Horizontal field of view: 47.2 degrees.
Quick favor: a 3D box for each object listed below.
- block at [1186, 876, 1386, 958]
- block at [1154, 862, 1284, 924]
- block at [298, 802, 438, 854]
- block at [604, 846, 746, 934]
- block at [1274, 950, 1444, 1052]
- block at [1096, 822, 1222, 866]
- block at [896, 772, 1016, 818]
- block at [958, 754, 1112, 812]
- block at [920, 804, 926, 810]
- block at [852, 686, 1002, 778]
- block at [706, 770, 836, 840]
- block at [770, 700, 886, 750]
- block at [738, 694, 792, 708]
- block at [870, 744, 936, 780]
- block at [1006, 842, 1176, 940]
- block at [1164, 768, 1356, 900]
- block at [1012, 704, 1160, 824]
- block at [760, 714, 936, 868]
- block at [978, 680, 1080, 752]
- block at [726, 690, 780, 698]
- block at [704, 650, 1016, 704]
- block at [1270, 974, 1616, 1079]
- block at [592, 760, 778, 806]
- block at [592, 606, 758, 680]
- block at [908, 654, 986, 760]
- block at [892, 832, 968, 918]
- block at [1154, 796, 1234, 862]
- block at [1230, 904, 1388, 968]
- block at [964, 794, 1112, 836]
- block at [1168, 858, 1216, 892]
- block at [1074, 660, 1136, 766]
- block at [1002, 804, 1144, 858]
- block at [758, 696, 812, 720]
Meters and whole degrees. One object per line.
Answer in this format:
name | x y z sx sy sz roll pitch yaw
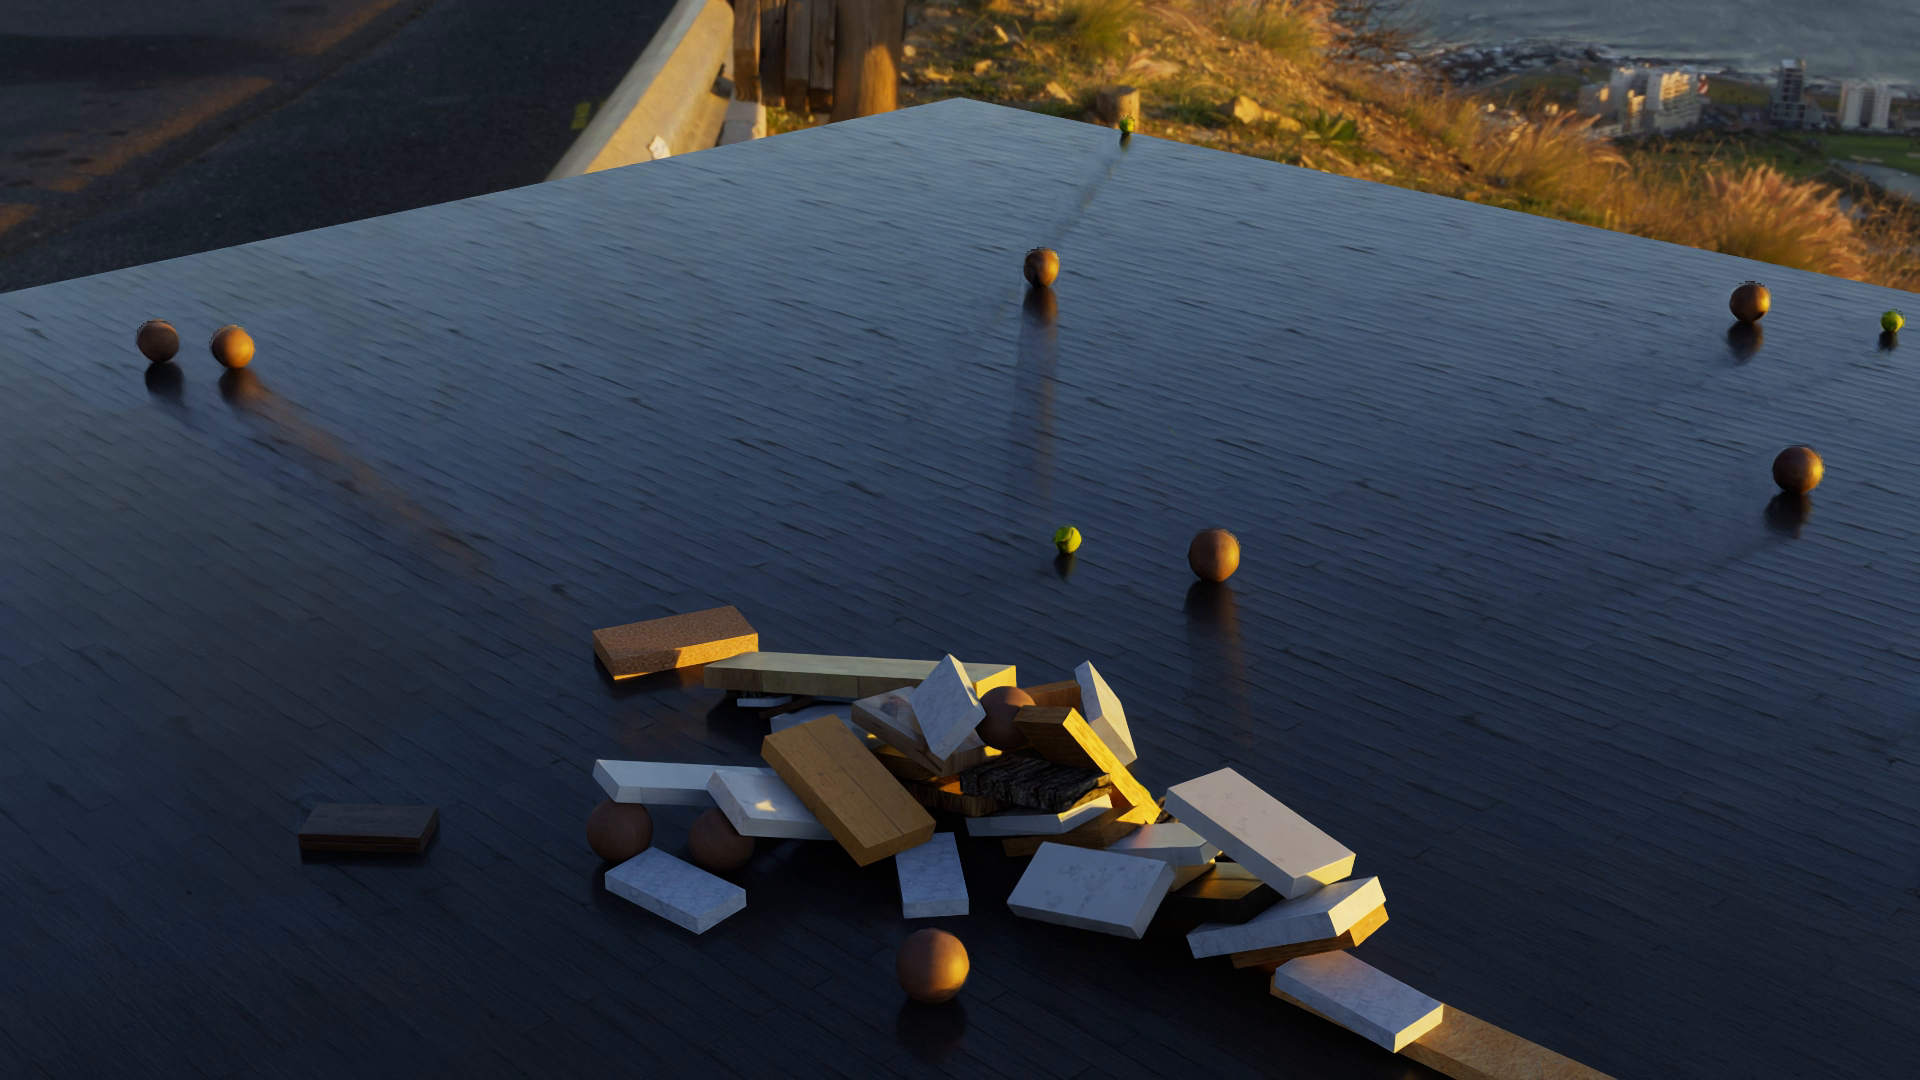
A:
block | 0.576 0.671 3.900 0.324 0.046 0.162 -20 1 44
block | 0.442 0.644 4.037 0.162 0.046 0.324 -22 10 -42
block | -1.174 0.571 4.370 0.244 0.035 0.122 1 23 3
block | -0.539 0.661 4.158 0.250 0.035 0.125 18 29 35
block | 0.683 0.782 3.777 0.130 0.037 0.259 -19 30 -38
block | 0.380 0.570 4.112 0.256 0.036 0.128 -9 10 40
block | -0.001 0.501 4.431 0.138 0.039 0.275 -14 11 -37
block | 0.144 0.471 4.273 0.138 0.039 0.275 -16 15 -43
block | -0.120 0.556 4.430 0.052 0.015 0.104 11 25 29
block | -0.070 0.386 4.472 0.152 0.043 0.304 -13 26 -36
block | -0.341 0.520 4.290 0.292 0.041 0.146 11 26 -45
block | -0.245 0.391 4.672 0.304 0.043 0.152 2 13 44
block | -0.431 0.354 4.852 0.116 0.016 0.058 -3 6 42
block | -0.124 0.439 4.560 0.152 0.043 0.304 -15 12 -39
block | 0.239 0.641 4.032 0.292 0.041 0.146 2 47 42
block | 0.543 0.531 4.009 0.162 0.046 0.324 -13 33 -38
block | 0.249 0.442 4.301 0.146 0.313 0.041 -2 46 51
block | -0.222 0.487 4.322 0.173 0.049 0.346 -15 45 -37
block | 0.136 0.382 4.701 0.250 0.125 0.035 -9 25 -20
block | -0.461 0.336 4.896 0.116 0.016 0.058 -1 8 44
block | -0.225 0.299 4.800 0.694 0.049 0.173 1 10 29
block | 0.824 0.845 3.722 0.627 0.036 0.129 19 30 38
block | -0.506 0.489 4.391 0.439 0.035 0.122 7 16 -34
block | -0.665 0.237 5.139 0.346 0.049 0.173 -10 25 -22
block | -0.027 0.332 4.393 0.035 0.125 0.250 38 9 -22
block | -0.059 0.640 4.209 0.122 0.035 0.244 -3 23 -6
block | 0.523 0.589 4.326 0.336 0.037 0.130 13 26 28
block | 0.616 0.699 3.896 0.257 0.036 0.129 -20 1 39
block | 0.152 0.535 4.310 0.138 0.039 0.275 -21 7 -40
block | 0.338 0.617 4.132 0.256 0.036 0.128 -8 11 45
block | 0.312 0.371 4.724 0.037 0.130 0.259 -34 21 10
block | 0.217 0.563 4.249 0.256 0.036 0.128 -13 7 43
block | -0.381 0.367 4.797 0.058 0.016 0.116 -16 -3 -44
